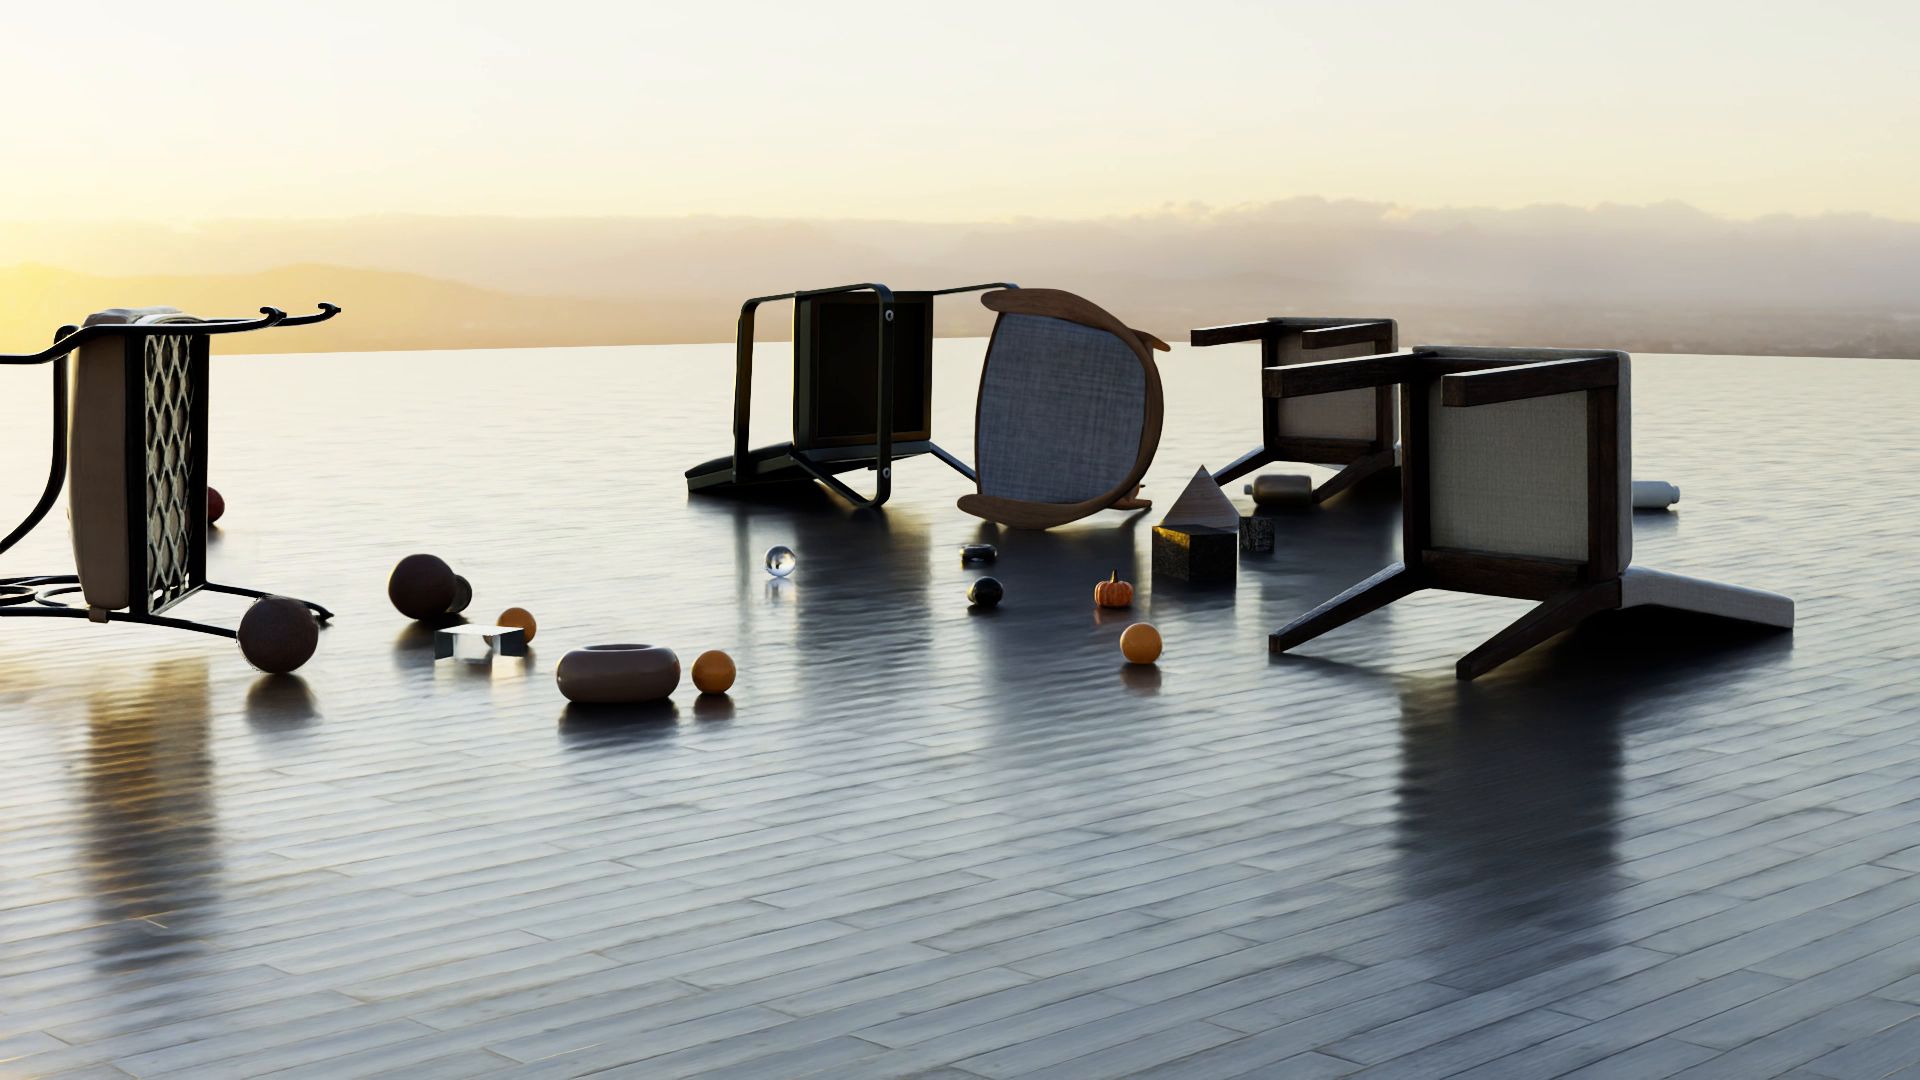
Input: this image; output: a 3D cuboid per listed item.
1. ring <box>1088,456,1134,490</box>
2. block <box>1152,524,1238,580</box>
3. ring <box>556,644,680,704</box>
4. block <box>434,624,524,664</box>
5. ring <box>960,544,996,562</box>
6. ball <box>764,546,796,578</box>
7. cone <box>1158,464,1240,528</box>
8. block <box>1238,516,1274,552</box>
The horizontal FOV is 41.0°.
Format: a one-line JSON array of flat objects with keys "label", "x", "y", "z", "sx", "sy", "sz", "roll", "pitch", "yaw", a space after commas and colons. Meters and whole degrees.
[{"label": "ring", "x": 0.471, "y": -0.211, "z": 7.997, "sx": 0.144, "sy": 0.096, "sz": 0.242, "roll": -3, "pitch": 5, "yaw": -7}, {"label": "block", "x": 0.516, "y": 0.027, "z": 5.668, "sx": 0.113, "sy": 0.100, "sz": 0.218, "roll": -2, "pitch": 6, "yaw": -18}, {"label": "ring", "x": -0.532, "y": 0.208, "z": 4.002, "sx": 0.199, "sy": 0.082, "sz": 0.140, "roll": -2, "pitch": 4, "yaw": -25}, {"label": "block", "x": -0.827, "y": 0.180, "z": 4.419, "sx": 0.120, "sy": 0.051, "sz": 0.093, "roll": 3, "pitch": 7, "yaw": 26}, {"label": "ring", "x": 0.043, "y": 0.029, "z": 5.967, "sx": 0.087, "sy": 0.033, "sz": 0.120, "roll": -2, "pitch": 5, "yaw": -6}, {"label": "ball", "x": -0.395, "y": 0.046, "z": 5.622, "sx": 0.070, "sy": 0.070, "sz": 0.070, "roll": 0, "pitch": 6, "yaw": 0}, {"label": "cone", "x": 0.640, "y": -0.120, "z": 6.781, "sx": 0.290, "sy": 0.163, "sz": 0.161, "roll": -5, "pitch": 8, "yaw": -39}, {"label": "block", "x": 0.716, "y": -0.016, "z": 6.198, "sx": 0.047, "sy": 0.076, "sz": 0.086, "roll": -3, "pitch": 6, "yaw": -24}]
